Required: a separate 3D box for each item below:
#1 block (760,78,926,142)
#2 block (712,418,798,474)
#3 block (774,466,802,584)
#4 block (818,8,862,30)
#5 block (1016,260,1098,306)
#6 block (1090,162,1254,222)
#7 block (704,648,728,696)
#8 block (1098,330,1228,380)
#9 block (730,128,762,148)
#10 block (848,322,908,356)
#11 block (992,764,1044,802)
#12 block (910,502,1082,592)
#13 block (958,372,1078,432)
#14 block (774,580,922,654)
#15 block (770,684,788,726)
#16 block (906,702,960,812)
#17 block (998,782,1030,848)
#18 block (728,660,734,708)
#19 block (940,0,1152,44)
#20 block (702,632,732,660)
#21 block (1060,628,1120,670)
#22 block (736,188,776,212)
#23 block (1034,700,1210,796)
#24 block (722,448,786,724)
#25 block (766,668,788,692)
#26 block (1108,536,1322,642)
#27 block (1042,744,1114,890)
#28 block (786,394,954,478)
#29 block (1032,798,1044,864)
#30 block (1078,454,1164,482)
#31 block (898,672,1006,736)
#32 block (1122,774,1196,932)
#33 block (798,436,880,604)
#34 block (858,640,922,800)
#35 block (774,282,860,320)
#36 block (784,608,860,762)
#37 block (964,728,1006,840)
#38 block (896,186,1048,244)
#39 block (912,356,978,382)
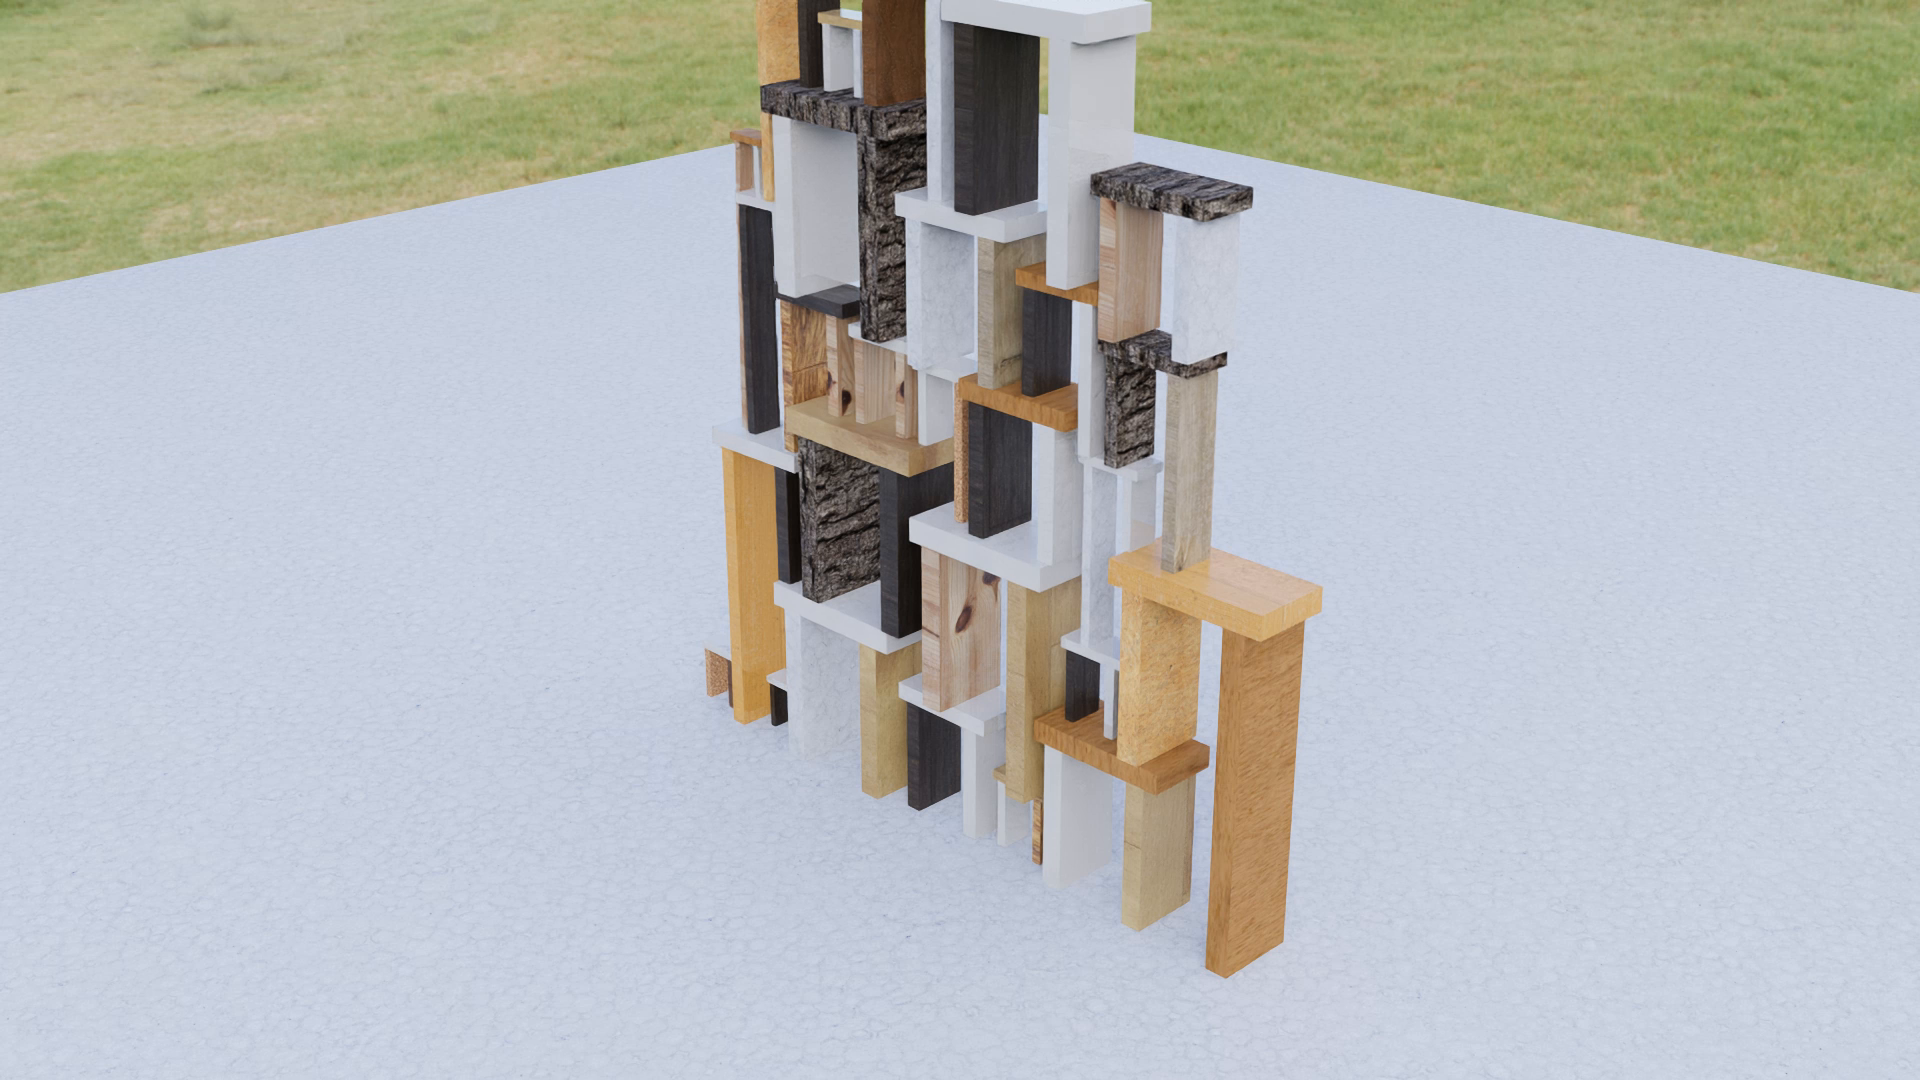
[{"bbox_3d":[-0.191,-0.808,4.090,0.348,0.049,0.174,21,31,40],"label":"block"},{"bbox_3d":[-0.382,-0.203,4.546,0.254,0.036,0.127,20,30,39],"label":"block"},{"bbox_3d":[-0.320,-0.047,4.549,0.036,0.254,0.127,21,31,40],"label":"block"},{"bbox_3d":[-0.196,-0.953,4.029,0.124,0.018,0.062,21,31,40],"label":"block"},{"bbox_3d":[0.203,-0.447,3.813,0.198,0.028,0.099,21,31,40],"label":"block"},{"bbox_3d":[0.345,-0.571,3.596,0.122,0.035,0.244,-22,31,-40],"label":"block"},{"bbox_3d":[-0.542,0.288,4.931,0.017,0.117,0.059,21,31,41],"label":"block"},{"bbox_3d":[0.341,-0.319,3.708,0.100,0.028,0.200,-22,31,-40],"label":"block"},{"bbox_3d":[-0.404,-0.792,4.326,0.050,0.014,0.099,-19,29,-37],"label":"block"},{"bbox_3d":[-0.123,-0.391,4.193,0.170,0.024,0.085,21,31,40],"label":"block"},{"bbox_3d":[0.139,0.467,4.273,0.071,0.020,0.141,-21,31,-41],"label":"block"},{"bbox_3d":[0.083,0.003,4.127,0.170,0.048,0.339,-21,31,-41],"label":"block"},{"bbox_3d":[0.137,-0.259,3.962,0.131,0.037,0.263,-21,31,-40],"label":"block"},{"bbox_3d":[-0.206,0.134,4.509,0.341,0.048,0.171,21,31,41],"label":"block"},{"bbox_3d":[-0.390,0.352,4.801,0.014,0.102,0.051,21,31,41],"label":"block"},{"bbox_3d":[-0.052,0.420,4.466,0.034,0.239,0.119,21,31,41],"label":"block"},{"bbox_3d":[0.106,0.528,4.335,0.071,0.141,0.020,-21,31,-41],"label":"block"},{"bbox_3d":[-0.487,0.310,4.880,0.017,0.117,0.058,21,31,41],"label":"block"},{"bbox_3d":[0.142,-0.887,3.688,0.329,0.047,0.164,21,31,41],"label":"block"},{"bbox_3d":[-0.514,0.238,4.880,0.117,0.017,0.058,21,31,41],"label":"block"},{"bbox_3d":[0.263,0.197,4.025,0.145,0.021,0.072,21,31,41],"label":"block"},{"bbox_3d":[-0.371,-0.671,4.338,0.139,0.020,0.070,20,30,39],"label":"block"},{"bbox_3d":[0.296,0.374,4.059,0.299,0.042,0.149,21,31,41],"label":"block"},{"bbox_3d":[-0.439,0.086,4.735,0.127,0.643,0.036,-21,31,-41],"label":"block"},{"bbox_3d":[-0.366,0.308,4.757,0.102,0.014,0.051,21,31,41],"label":"block"},{"bbox_3d":[0.437,0.077,3.787,0.335,0.047,0.167,21,31,41],"label":"block"},{"bbox_3d":[0.226,0.504,4.190,0.149,0.299,0.042,-21,31,-41],"label":"block"},{"bbox_3d":[-0.159,-0.215,4.308,0.351,0.050,0.175,22,31,40],"label":"block"},{"bbox_3d":[0.173,0.554,4.274,0.020,0.141,0.071,21,31,41],"label":"block"},{"bbox_3d":[0.282,-0.138,3.857,0.068,0.019,0.137,-21,31,-40],"label":"block"},{"bbox_3d":[0.004,0.316,4.361,0.119,0.034,0.238,-21,31,-41],"label":"block"},{"bbox_3d":[0.367,0.559,4.060,0.149,0.299,0.042,-21,31,-41],"label":"block"},{"bbox_3d":[-0.242,-0.063,4.463,0.050,0.351,0.176,21,31,41],"label":"block"},{"bbox_3d":[-0.125,0.345,4.511,0.048,0.341,0.171,21,31,41],"label":"block"},{"bbox_3d":[-0.260,-0.478,4.304,0.102,0.029,0.204,-21,31,-40],"label":"block"},{"bbox_3d":[-0.286,0.282,4.659,0.171,0.341,0.048,-21,31,-41],"label":"block"},{"bbox_3d":[0.060,0.464,4.363,0.034,0.239,0.119,21,31,41],"label":"block"},{"bbox_3d":[0.028,-0.589,3.938,0.138,0.039,0.275,-21,31,-40],"label":"block"},{"bbox_3d":[-0.012,-0.321,4.095,0.073,0.021,0.146,-21,31,-40],"label":"block"}]
